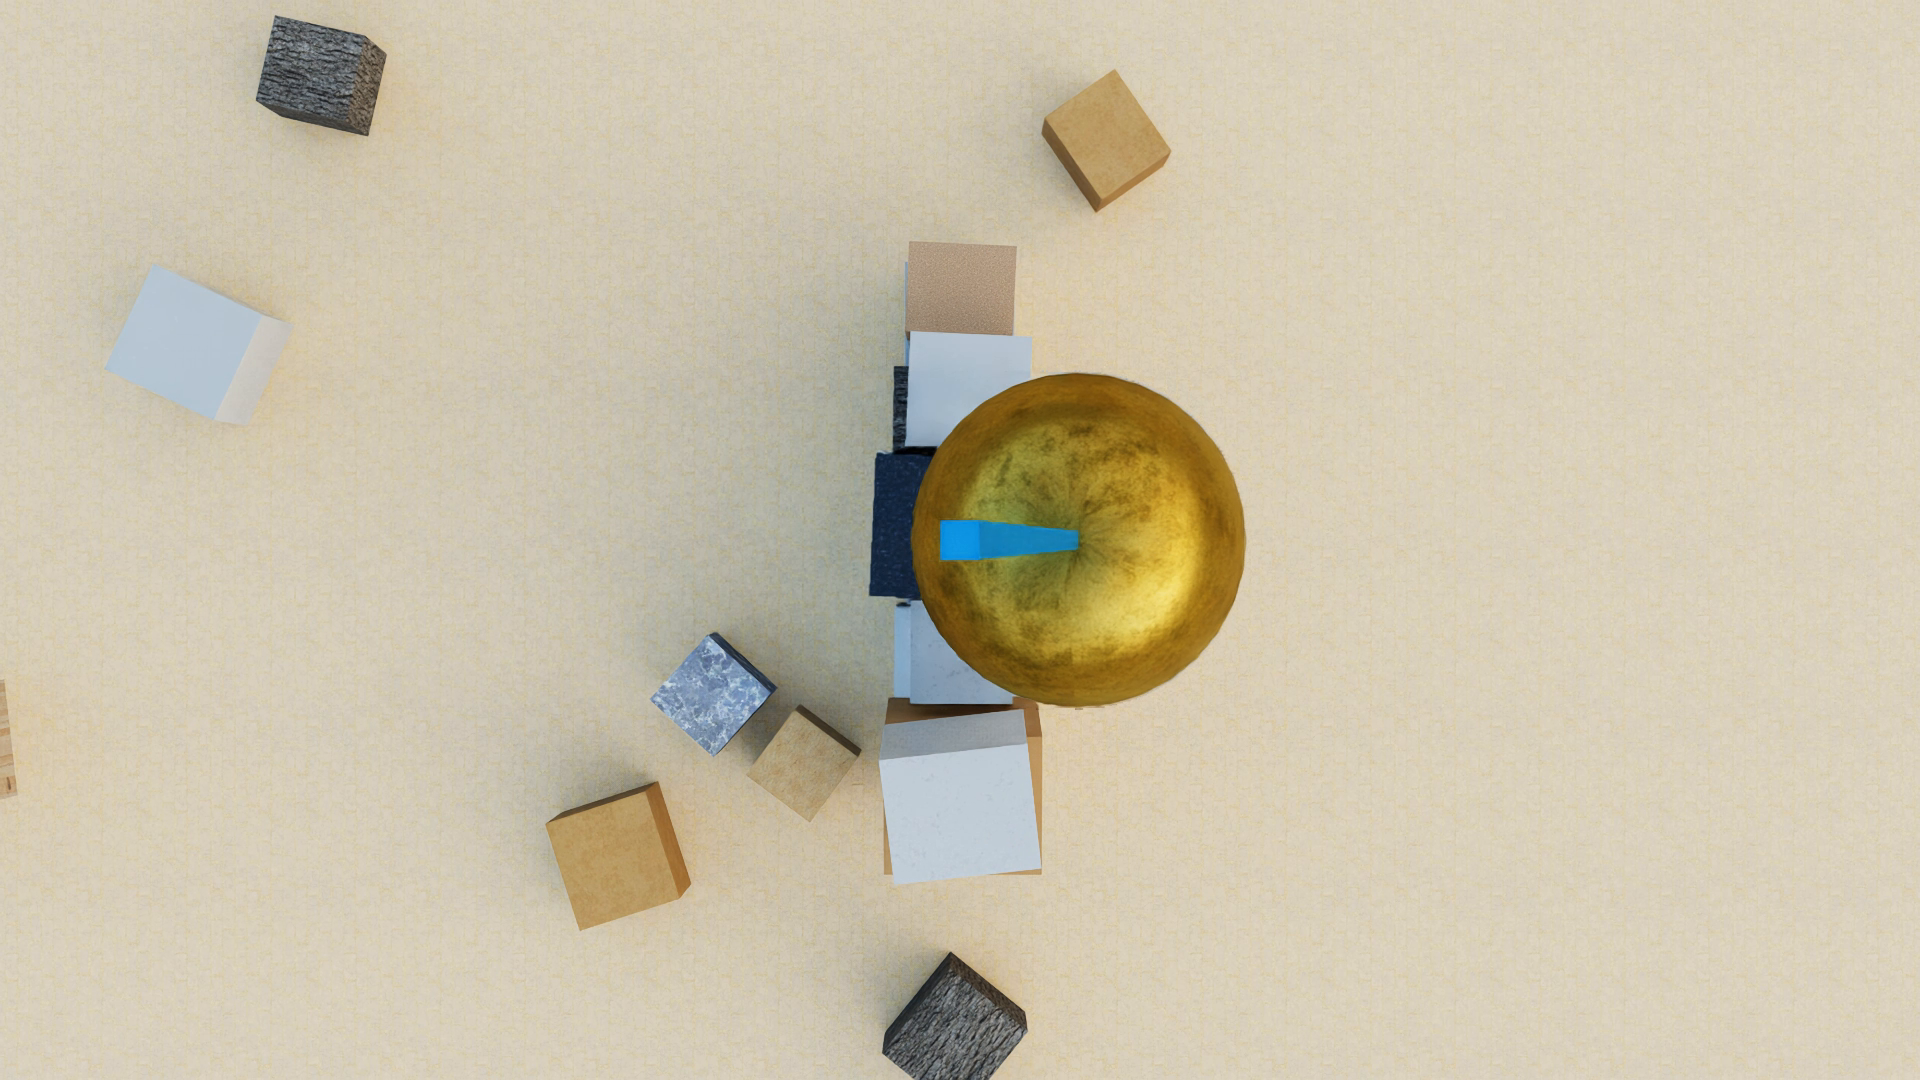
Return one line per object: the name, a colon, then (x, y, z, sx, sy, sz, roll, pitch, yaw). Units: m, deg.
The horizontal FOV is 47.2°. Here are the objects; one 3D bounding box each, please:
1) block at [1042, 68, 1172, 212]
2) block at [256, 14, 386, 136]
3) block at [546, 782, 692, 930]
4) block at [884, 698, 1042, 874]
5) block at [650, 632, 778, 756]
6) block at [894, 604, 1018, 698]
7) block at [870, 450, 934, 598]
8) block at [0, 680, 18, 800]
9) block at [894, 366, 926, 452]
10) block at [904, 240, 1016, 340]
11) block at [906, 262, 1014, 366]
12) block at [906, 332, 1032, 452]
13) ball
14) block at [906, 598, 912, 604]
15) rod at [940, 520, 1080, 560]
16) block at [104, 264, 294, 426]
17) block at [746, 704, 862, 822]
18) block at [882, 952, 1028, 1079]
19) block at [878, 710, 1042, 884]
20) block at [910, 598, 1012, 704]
block: (0.842, -2.305, 12.745, 0.485, 0.511, 0.570, -35, 90, 0)
block: (-3.699, -2.687, 12.759, 0.527, 0.482, 0.501, 13, 90, 0)
block: (-1.969, 1.820, 12.728, 0.596, 0.543, 0.639, -18, 90, 0)
block: (0.015, 1.313, 11.864, 0.825, 0.880, 0.741, 0, 99, 0)
block: (-1.425, 0.891, 12.774, 0.493, 0.451, 0.494, 42, 90, 0)
block: (-0.019, 0.695, 12.632, 0.694, 0.736, 0.641, 0, 90, 0)
block: (-0.112, -0.086, 11.935, 0.699, 0.706, 0.755, 3, 94, 0)
block: (-5.902, 1.200, 12.664, 0.587, 0.671, 0.690, -7, 90, 0)
block: (-0.004, -0.620, 12.639, 0.735, 0.723, 0.697, 0, 90, 0)
block: (0.005, -1.365, 12.211, 0.587, 0.535, 0.491, 3, 90, 0)
block: (-0.001, -1.280, 12.739, 0.621, 0.521, 0.597, 0, 90, 0)
block: (0.047, -0.792, 12.004, 0.650, 0.546, 0.613, 3, 90, 0)
ball: (0.562, 0.000, 10.496, 1.600, 1.600, 1.600, 0, 90, 0)
block: (0.007, 0.047, 12.656, 0.617, 0.687, 0.627, 0, 90, 0)
rod: (0.243, 0.000, 7.111, 0.080, 5.200, 0.080, 0, 90, 5)
block: (-4.383, -1.118, 12.706, 0.681, 0.589, 0.655, 25, 90, 0)
block: (-0.901, 1.291, 12.773, 0.456, 0.453, 0.464, 37, 90, 0)
block: (-0.029, 2.850, 12.738, 0.569, 0.524, 0.618, 39, 90, 0)
block: (0.002, 1.280, 11.055, 0.725, 0.707, 0.632, -6, 99, 1)
block: (0.007, 0.602, 12.011, 0.547, 0.506, 0.549, 0, 90, 0)
